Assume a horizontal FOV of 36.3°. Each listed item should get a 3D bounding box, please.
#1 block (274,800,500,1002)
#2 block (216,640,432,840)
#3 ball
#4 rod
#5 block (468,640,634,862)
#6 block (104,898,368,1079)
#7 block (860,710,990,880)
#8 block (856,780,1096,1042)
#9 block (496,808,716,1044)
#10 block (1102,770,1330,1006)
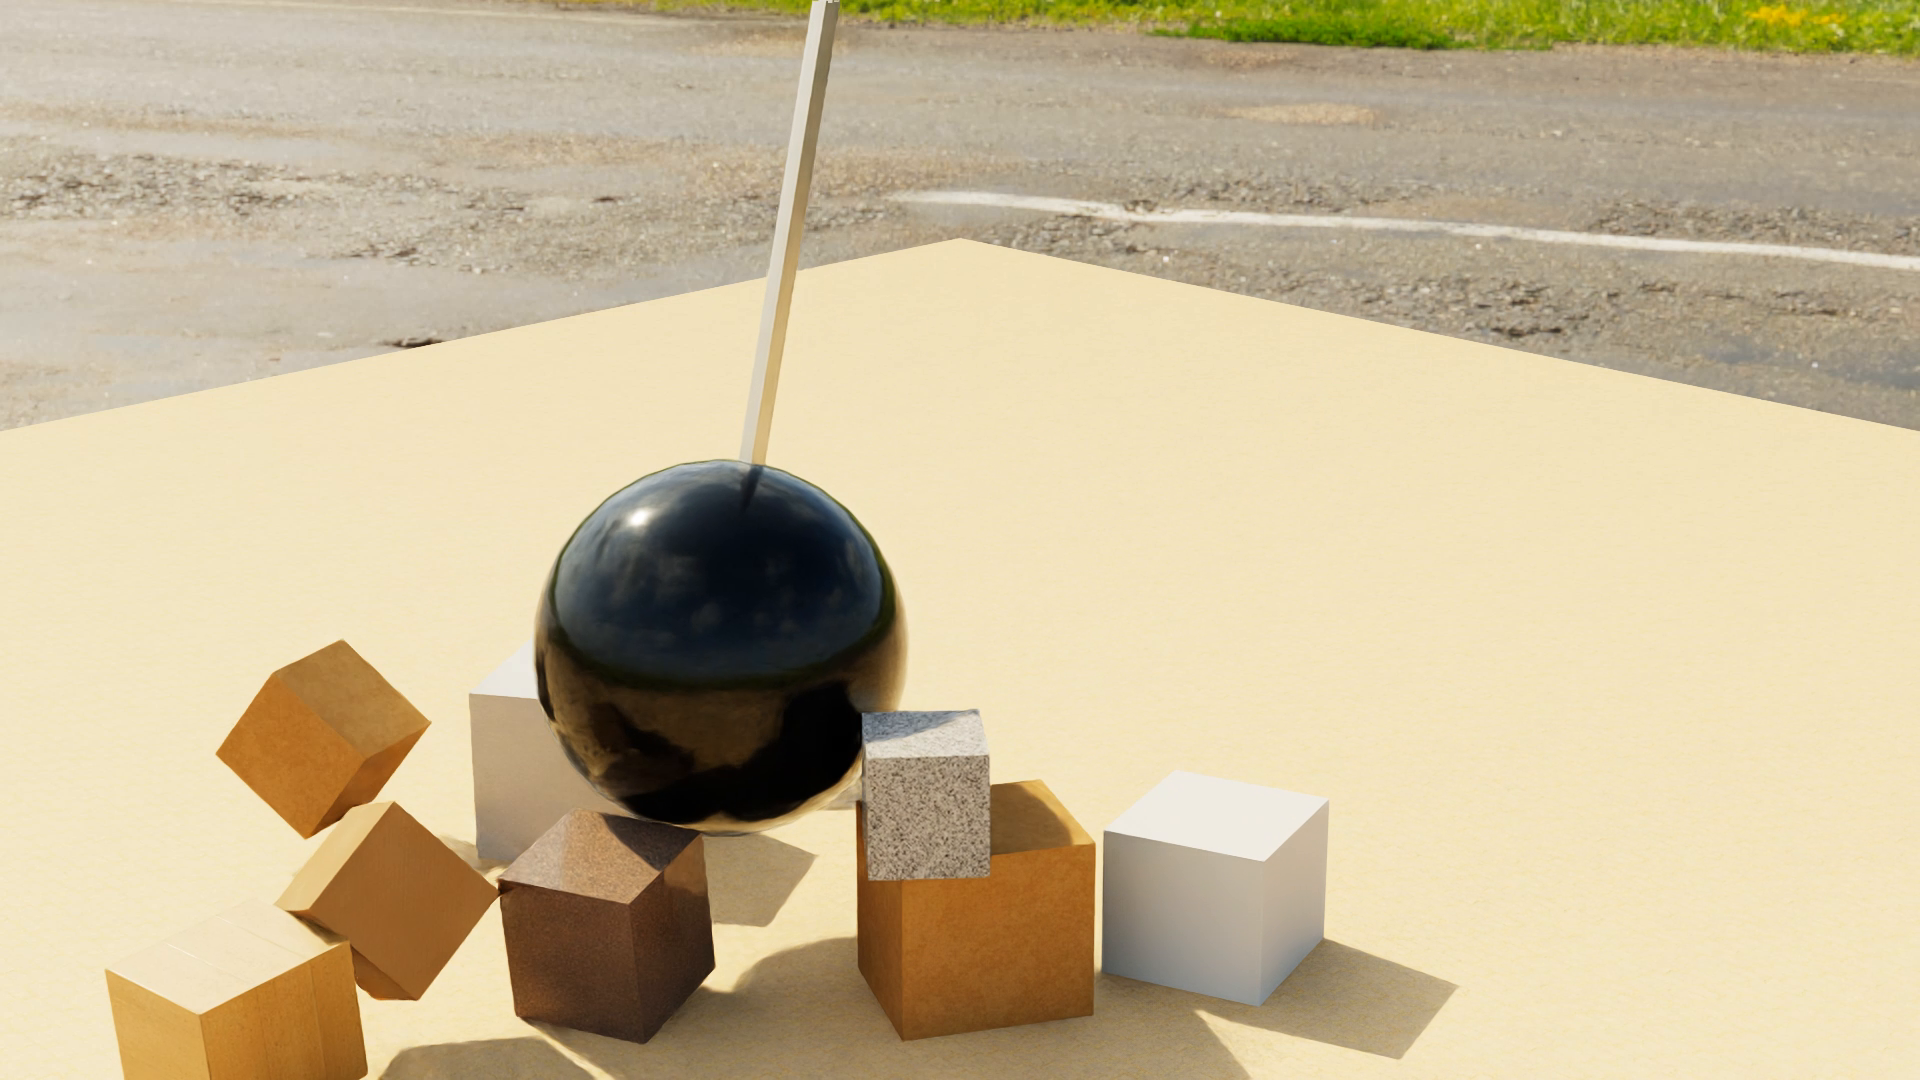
[{"bbox_3d":[-2.296,1.444,11.696,0.540,0.573,0.516,-54,19,-24],"label":"block"},{"bbox_3d":[-2.982,0.929,13.753,0.592,0.548,0.598,42,23,6],"label":"block"},{"bbox_3d":[-1.011,0.457,12.426,1.600,1.600,1.600,0,17,0],"label":"ball"},{"bbox_3d":[-0.438,-2.865,11.982,0.080,5.200,0.080,17,10,42],"label":"rod"},{"bbox_3d":[-1.775,0.996,13.812,0.773,0.817,0.818,4,18,13],"label":"block"},{"bbox_3d":[-2.788,1.863,11.328,0.603,0.599,0.697,14,27,38],"label":"block"},{"bbox_3d":[-0.142,1.012,11.689,0.479,0.517,0.499,-1,18,-4],"label":"block"},{"bbox_3d":[0.057,1.527,12.201,0.817,0.771,0.716,-5,18,-16],"label":"block"},{"bbox_3d":[-1.448,1.582,12.083,0.614,0.663,0.604,8,27,23],"label":"block"},{"bbox_3d":[1.096,1.476,12.557,0.722,0.655,0.758,9,19,26],"label":"block"}]
